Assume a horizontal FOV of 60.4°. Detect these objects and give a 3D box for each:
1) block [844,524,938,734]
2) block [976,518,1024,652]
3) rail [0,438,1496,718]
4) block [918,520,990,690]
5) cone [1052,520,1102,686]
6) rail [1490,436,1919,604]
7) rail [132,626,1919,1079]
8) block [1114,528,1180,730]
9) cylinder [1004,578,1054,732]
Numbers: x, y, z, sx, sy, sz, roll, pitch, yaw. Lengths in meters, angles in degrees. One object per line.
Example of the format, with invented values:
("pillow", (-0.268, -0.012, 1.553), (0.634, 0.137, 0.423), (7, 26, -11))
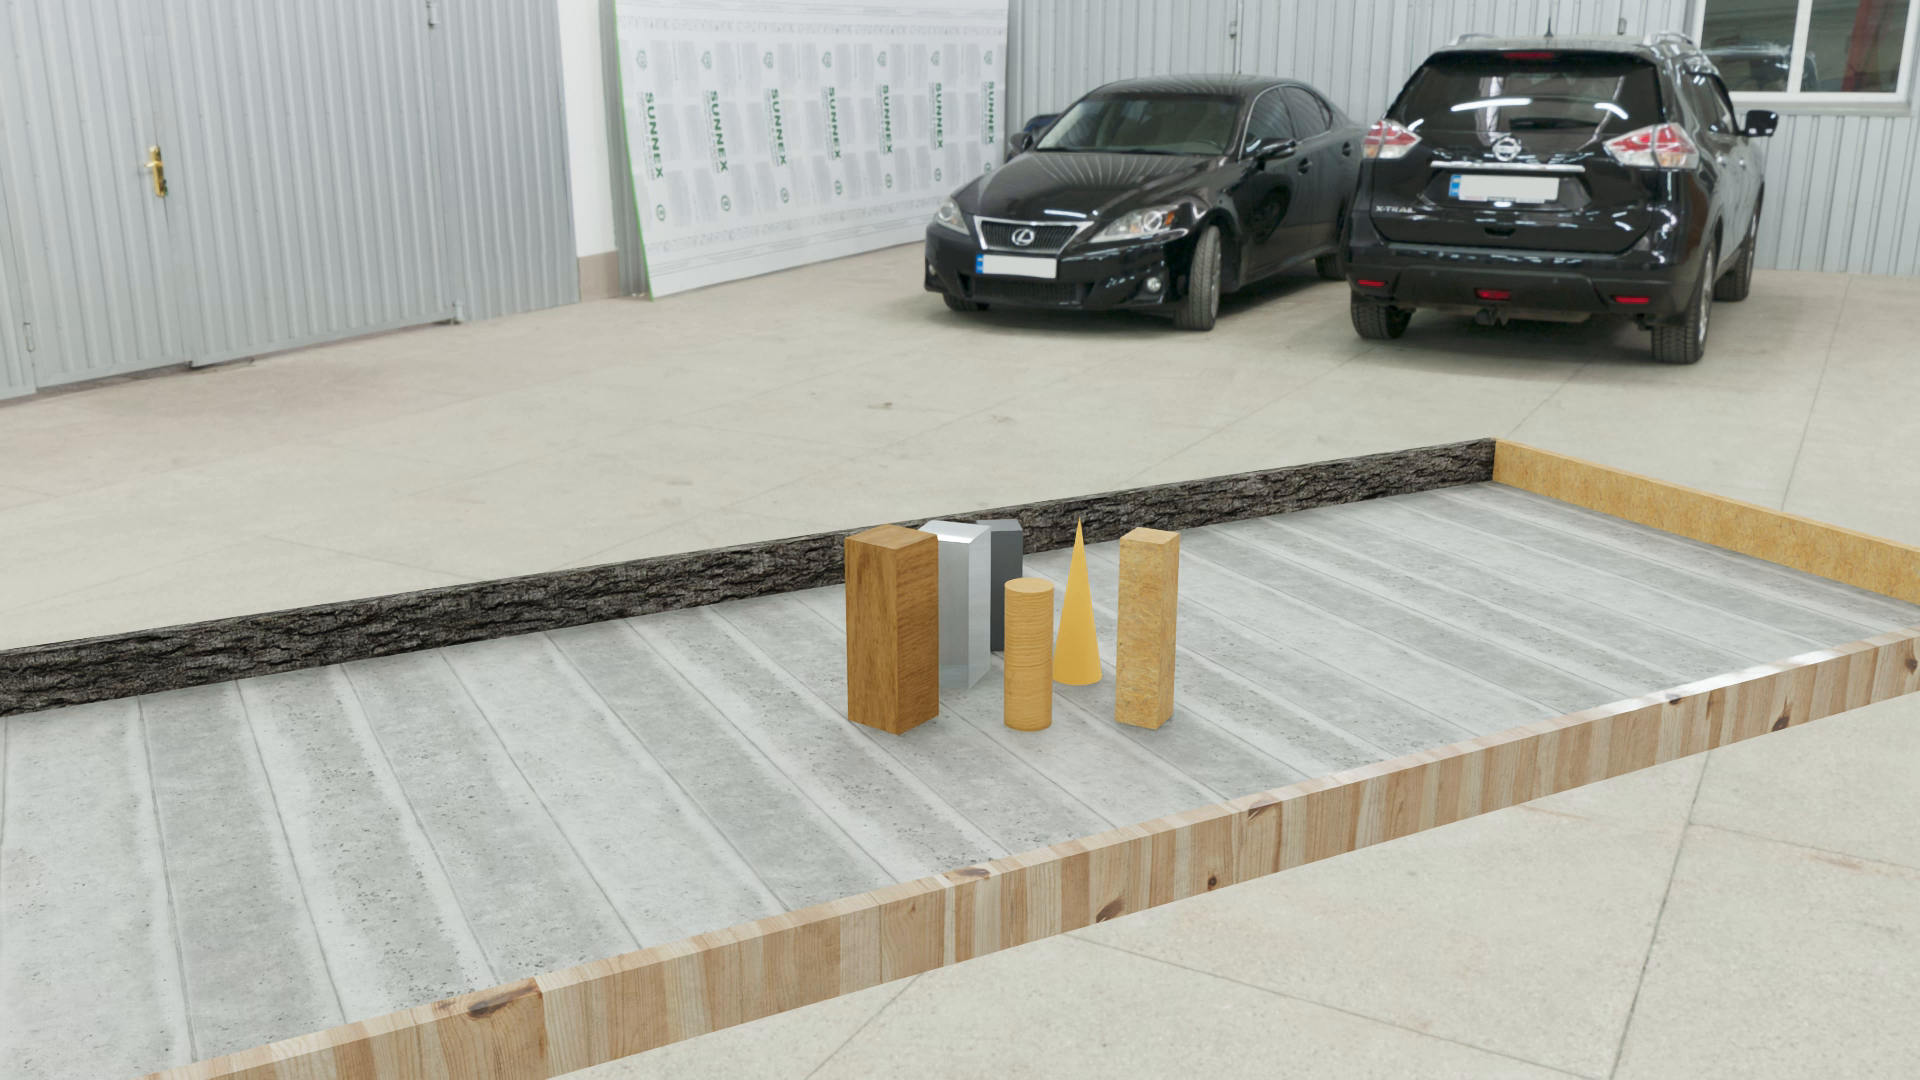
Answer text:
("block", (-0.158, 0.206, 3.857), (0.153, 0.448, 0.153), (12, 20, 35))
("block", (0.103, 0.119, 4.363), (0.109, 0.330, 0.109), (-2, 16, -6))
("rail", (-3.305, 0.497, 3.399), (12.000, 0.150, 0.050), (-9, 18, -27))
("block", (-0.025, 0.161, 4.134), (0.159, 0.380, 0.159), (6, 17, 20))
("cone", (0.295, 0.143, 4.125), (0.132, 0.420, 0.132), (0, 16, 0))
("rail", (2.466, -0.048, 5.253), (0.050, 0.150, 2.100), (-9, 18, -27))
("rail", (-2.336, 1.006, 1.665), (12.000, 0.150, 0.050), (-9, 18, -27))
("block", (0.437, 0.206, 3.854), (0.105, 0.451, 0.105), (9, 18, 27))
("cylinder", (0.160, 0.267, 3.844), (0.114, 0.340, 0.114), (0, 16, 0))
